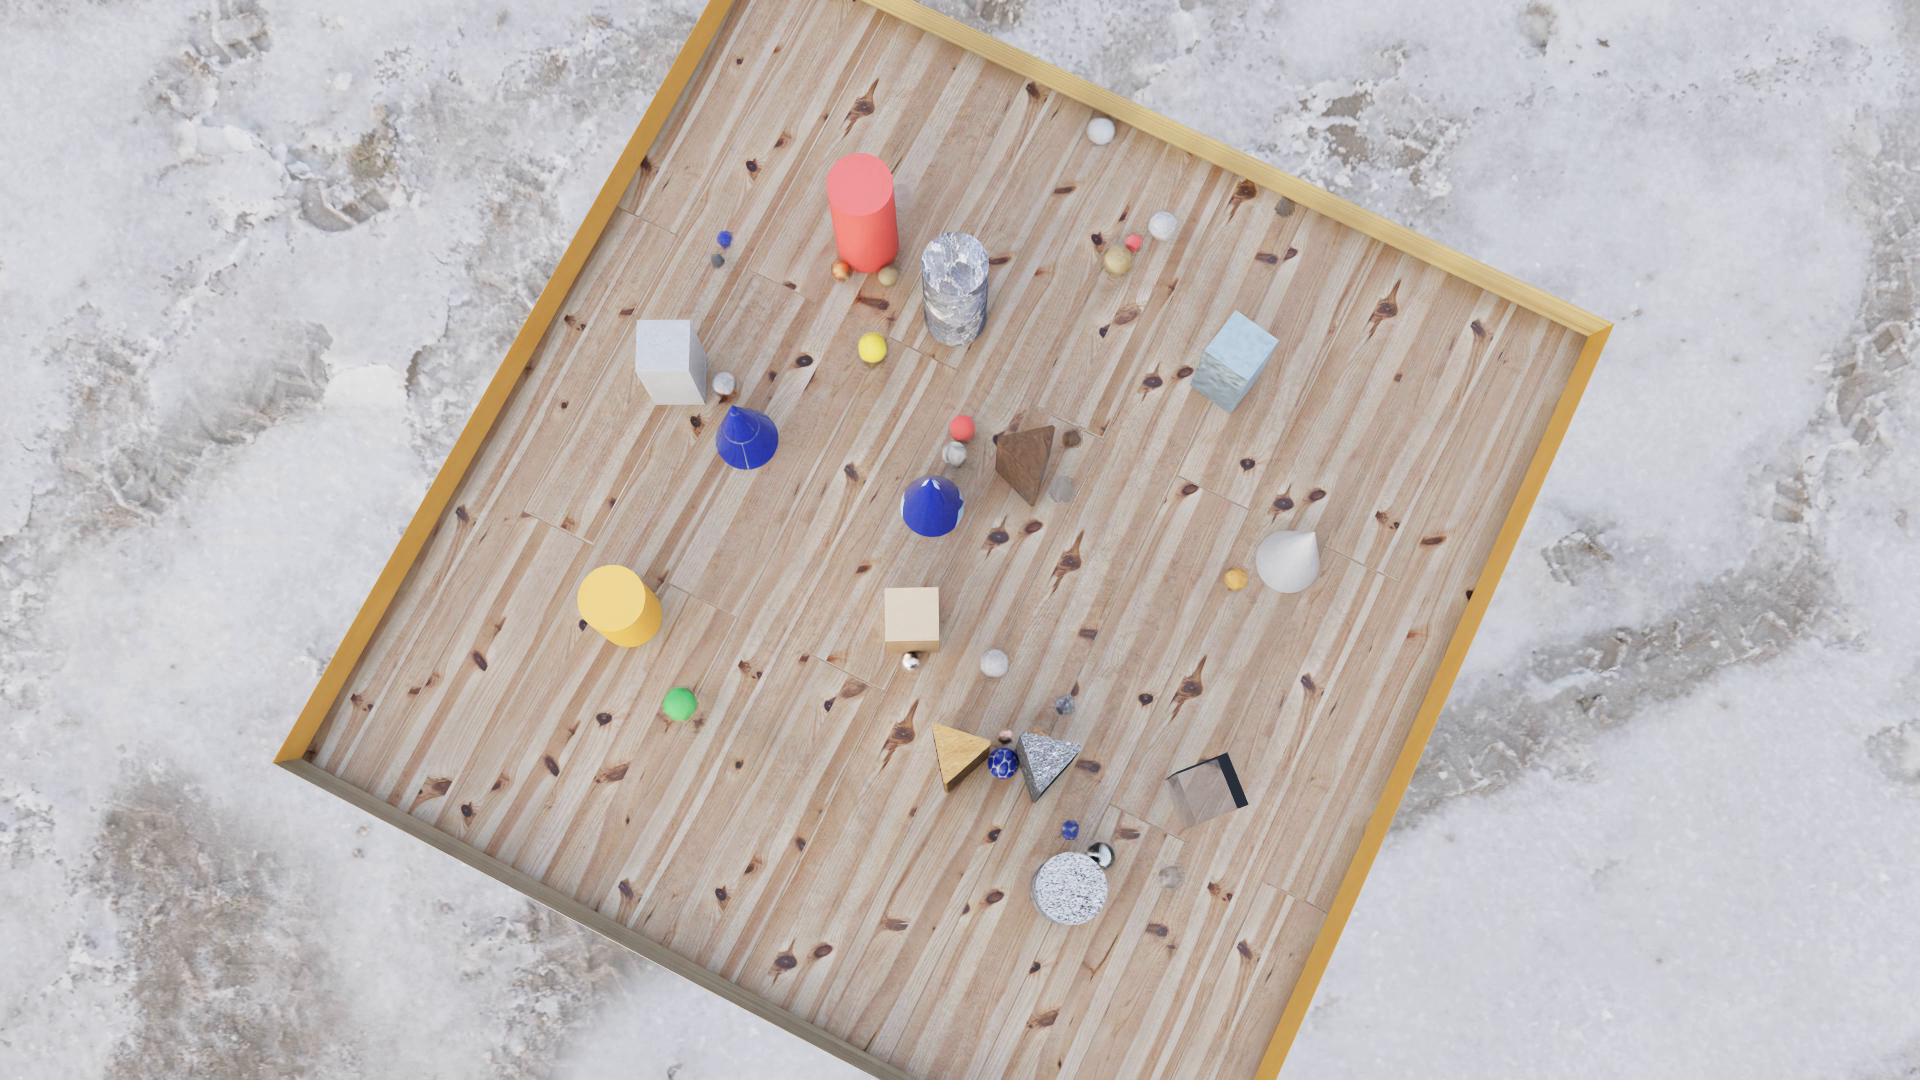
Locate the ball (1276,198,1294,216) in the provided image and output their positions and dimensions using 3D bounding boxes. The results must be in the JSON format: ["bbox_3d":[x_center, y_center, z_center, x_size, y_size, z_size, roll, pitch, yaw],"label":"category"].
[{"bbox_3d":[1.027,-1.053,5.806,0.056,0.056,0.056,0,78,0],"label":"ball"}]

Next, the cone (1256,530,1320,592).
[{"bbox_3d":[1.003,0.021,5.389,0.196,0.437,0.196,0,78,0],"label":"cone"}]

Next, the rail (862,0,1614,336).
[{"bbox_3d":[0.660,-1.286,5.817,2.994,0.127,0.045,26,80,5],"label":"rail"}]

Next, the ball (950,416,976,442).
[{"bbox_3d":[0.008,-0.342,5.647,0.080,0.080,0.080,0,78,0],"label":"ball"}]

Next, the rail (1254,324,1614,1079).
[{"bbox_3d":[1.318,0.652,5.416,0.045,0.127,3.000,26,80,5],"label":"rail"}]

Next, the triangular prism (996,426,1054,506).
[{"bbox_3d":[0.220,-0.247,5.487,0.147,0.354,0.169,-42,81,-8],"label":"triangular prism"}]

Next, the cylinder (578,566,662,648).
[{"bbox_3d":[-1.003,0.198,5.420,0.196,0.304,0.196,0,78,0],"label":"cylinder"}]

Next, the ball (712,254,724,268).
[{"bbox_3d":[-0.762,-0.878,5.777,0.041,0.041,0.041,0,78,0],"label":"ball"}]

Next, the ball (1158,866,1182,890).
[{"bbox_3d":[0.617,0.991,5.376,0.069,0.069,0.069,0,78,0],"label":"ball"}]

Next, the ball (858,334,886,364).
[{"bbox_3d":[-0.272,-0.594,5.694,0.089,0.089,0.089,0,78,0],"label":"ball"}]

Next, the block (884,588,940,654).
[{"bbox_3d":[-0.140,0.241,5.442,0.157,0.245,0.157,-1,78,0],"label":"block"}]

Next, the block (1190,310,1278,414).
[{"bbox_3d":[0.826,-0.534,5.544,0.157,0.358,0.157,36,81,7],"label":"block"}]

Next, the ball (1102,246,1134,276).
[{"bbox_3d":[0.495,-0.875,5.748,0.098,0.098,0.098,0,78,0],"label":"ball"}]

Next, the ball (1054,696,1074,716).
[{"bbox_3d":[0.310,0.495,5.485,0.058,0.058,0.058,0,78,0],"label":"ball"}]

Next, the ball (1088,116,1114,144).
[{"bbox_3d":[0.449,-1.306,5.843,0.086,0.086,0.086,0,78,0],"label":"ball"}]

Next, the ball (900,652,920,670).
[{"bbox_3d":[-0.149,0.365,5.511,0.058,0.058,0.058,0,78,0],"label":"ball"}]

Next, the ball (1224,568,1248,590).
[{"bbox_3d":[0.835,0.118,5.556,0.070,0.070,0.070,0,78,0],"label":"ball"}]

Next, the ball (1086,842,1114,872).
[{"bbox_3d":[0.412,0.929,5.380,0.086,0.086,0.086,0,78,0],"label":"ball"}]

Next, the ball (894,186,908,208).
[{"bbox_3d":[-0.197,-1.089,5.807,0.068,0.068,0.068,0,78,0],"label":"ball"}]

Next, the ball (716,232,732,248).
[{"bbox_3d":[-0.744,-0.947,5.789,0.047,0.047,0.047,0,78,0],"label":"ball"}]

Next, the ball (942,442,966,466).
[{"bbox_3d":[-0.016,-0.265,5.634,0.074,0.074,0.074,0,78,0],"label":"ball"}]

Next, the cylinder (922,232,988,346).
[{"bbox_3d":[-0.014,-0.751,5.530,0.196,0.473,0.196,0,78,0],"label":"cylinder"}]

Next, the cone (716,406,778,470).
[{"bbox_3d":[-0.660,-0.351,5.492,0.196,0.387,0.196,0,78,0],"label":"cone"}]

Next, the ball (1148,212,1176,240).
[{"bbox_3d":[0.639,-0.990,5.777,0.087,0.087,0.087,0,78,0],"label":"ball"}]

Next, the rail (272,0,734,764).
[{"bbox_3d":[-1.318,-0.639,5.683,0.045,0.127,3.000,26,80,5],"label":"rail"}]

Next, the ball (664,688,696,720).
[{"bbox_3d":[-0.835,0.490,5.466,0.097,0.097,0.097,0,78,0],"label":"ball"}]

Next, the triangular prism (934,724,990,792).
[{"bbox_3d":[-0.027,0.605,5.285,0.169,0.403,0.147,-41,81,-8],"label":"triangular prism"}]

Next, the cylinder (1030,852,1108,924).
[{"bbox_3d":[0.304,0.992,5.199,0.196,0.416,0.196,0,78,0],"label":"cylinder"}]

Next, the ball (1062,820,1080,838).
[{"bbox_3d":[0.326,0.854,5.413,0.052,0.052,0.052,0,78,0],"label":"ball"}]

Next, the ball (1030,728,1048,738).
[{"bbox_3d":[0.235,0.588,5.468,0.053,0.053,0.053,0,78,0],"label":"ball"}]

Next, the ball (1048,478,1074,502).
[{"bbox_3d":[0.310,-0.152,5.609,0.076,0.076,0.076,0,78,0],"label":"ball"}]

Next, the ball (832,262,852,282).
[{"bbox_3d":[-0.370,-0.844,5.759,0.064,0.064,0.064,0,78,0],"label":"ball"}]

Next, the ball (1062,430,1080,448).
[{"bbox_3d":[0.343,-0.312,5.653,0.055,0.055,0.055,0,78,0],"label":"ball"}]

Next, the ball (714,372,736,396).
[{"bbox_3d":[-0.730,-0.484,5.680,0.071,0.071,0.071,0,78,0],"label":"ball"}]

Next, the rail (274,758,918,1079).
[{"bbox_3d":[-0.660,1.300,5.282,2.994,0.127,0.045,26,80,5],"label":"rail"}]

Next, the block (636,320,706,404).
[{"bbox_3d":[-0.870,-0.534,5.544,0.157,0.359,0.157,0,78,0],"label":"block"}]

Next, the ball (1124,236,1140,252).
[{"bbox_3d":[0.544,-0.936,5.784,0.052,0.052,0.052,0,78,0],"label":"ball"}]

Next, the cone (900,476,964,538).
[{"bbox_3d":[-0.085,-0.141,5.462,0.196,0.361,0.196,0,78,0],"label":"cone"}]

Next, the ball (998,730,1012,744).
[{"bbox_3d":[0.135,0.588,5.472,0.045,0.045,0.045,0,78,0],"label":"ball"}]

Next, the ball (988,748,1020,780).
[{"bbox_3d":[0.129,0.661,5.432,0.093,0.093,0.093,0,78,0],"label":"ball"}]

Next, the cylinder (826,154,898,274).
[{"bbox_3d":[-0.292,-0.987,5.576,0.196,0.481,0.196,0,78,0],"label":"cylinder"}]

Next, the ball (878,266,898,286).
[{"bbox_3d":[-0.226,-0.830,5.755,0.064,0.064,0.064,0,78,0],"label":"ball"}]

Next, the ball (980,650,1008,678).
[{"bbox_3d":[0.101,0.370,5.497,0.083,0.083,0.083,0,78,0],"label":"ball"}]

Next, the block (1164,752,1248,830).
[{"bbox_3d":[0.708,0.730,5.299,0.157,0.327,0.157,-20,79,-4],"label":"block"}]

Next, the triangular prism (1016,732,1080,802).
[{"bbox_3d":[0.221,0.625,5.243,0.147,0.478,0.169,42,81,8],"label":"triangular prism"}]
